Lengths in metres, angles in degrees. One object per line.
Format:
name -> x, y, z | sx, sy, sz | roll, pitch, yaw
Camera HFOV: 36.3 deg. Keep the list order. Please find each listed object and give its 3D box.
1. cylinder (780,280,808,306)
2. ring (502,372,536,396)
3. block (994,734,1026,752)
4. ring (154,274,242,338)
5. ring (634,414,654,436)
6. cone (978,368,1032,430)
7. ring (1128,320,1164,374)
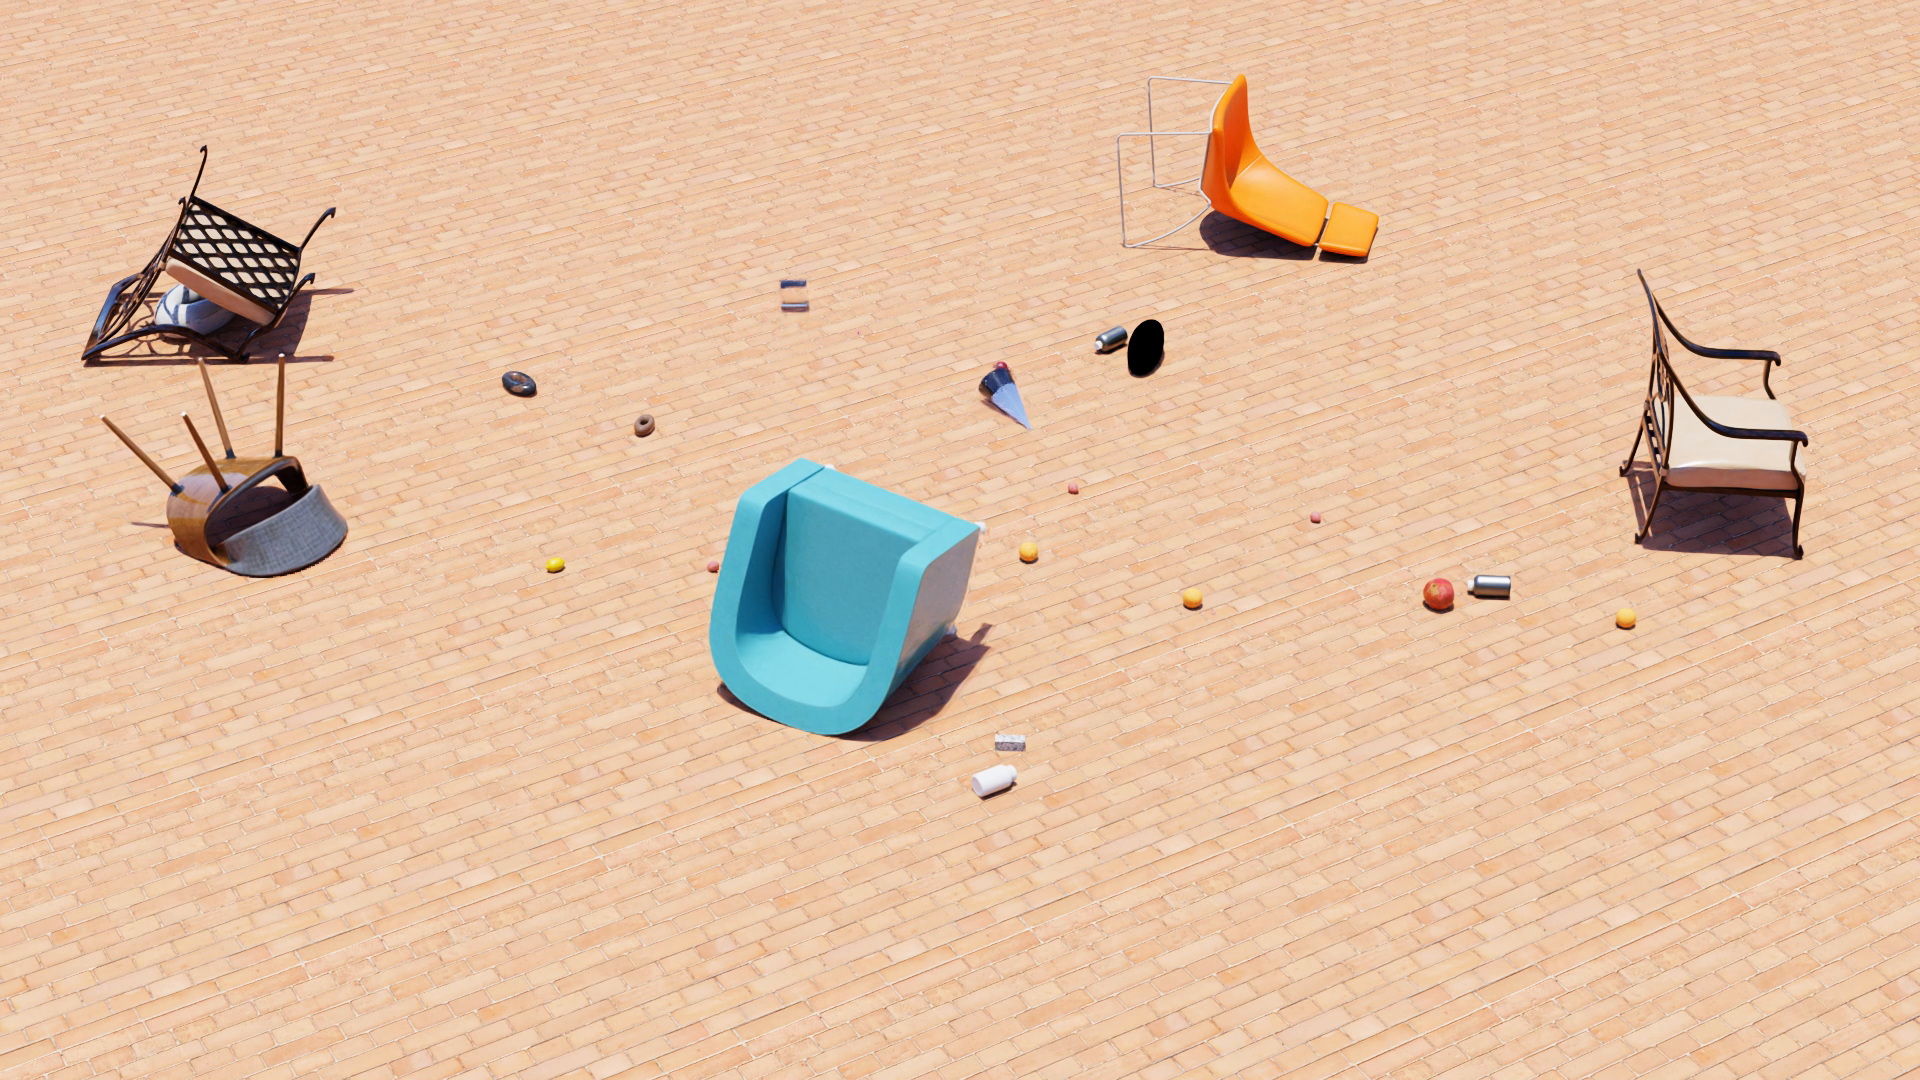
cylinder -> -0.703, -1.044, 12.411 | 0.110, 0.134, 0.089 | -1, 55, -1
ring -> -1.784, -0.633, 11.861 | 0.110, 0.050, 0.184 | -29, 44, -35
block -> 0.169, 0.684, 9.869 | 0.101, 0.041, 0.037 | 2, 33, 3
ring -> -3.194, -0.981, 12.305 | 0.296, 0.144, 0.447 | 15, 35, 23
ring -> -1.248, -0.455, 11.597 | 0.078, 0.043, 0.133 | 8, 33, 9
cone -> 0.214, -0.531, 11.684 | 0.162, 0.148, 0.299 | 8, 37, -45
ring -> 0.762, -0.793, 12.030 | 0.139, 0.134, 0.310 | 11, 36, 12
